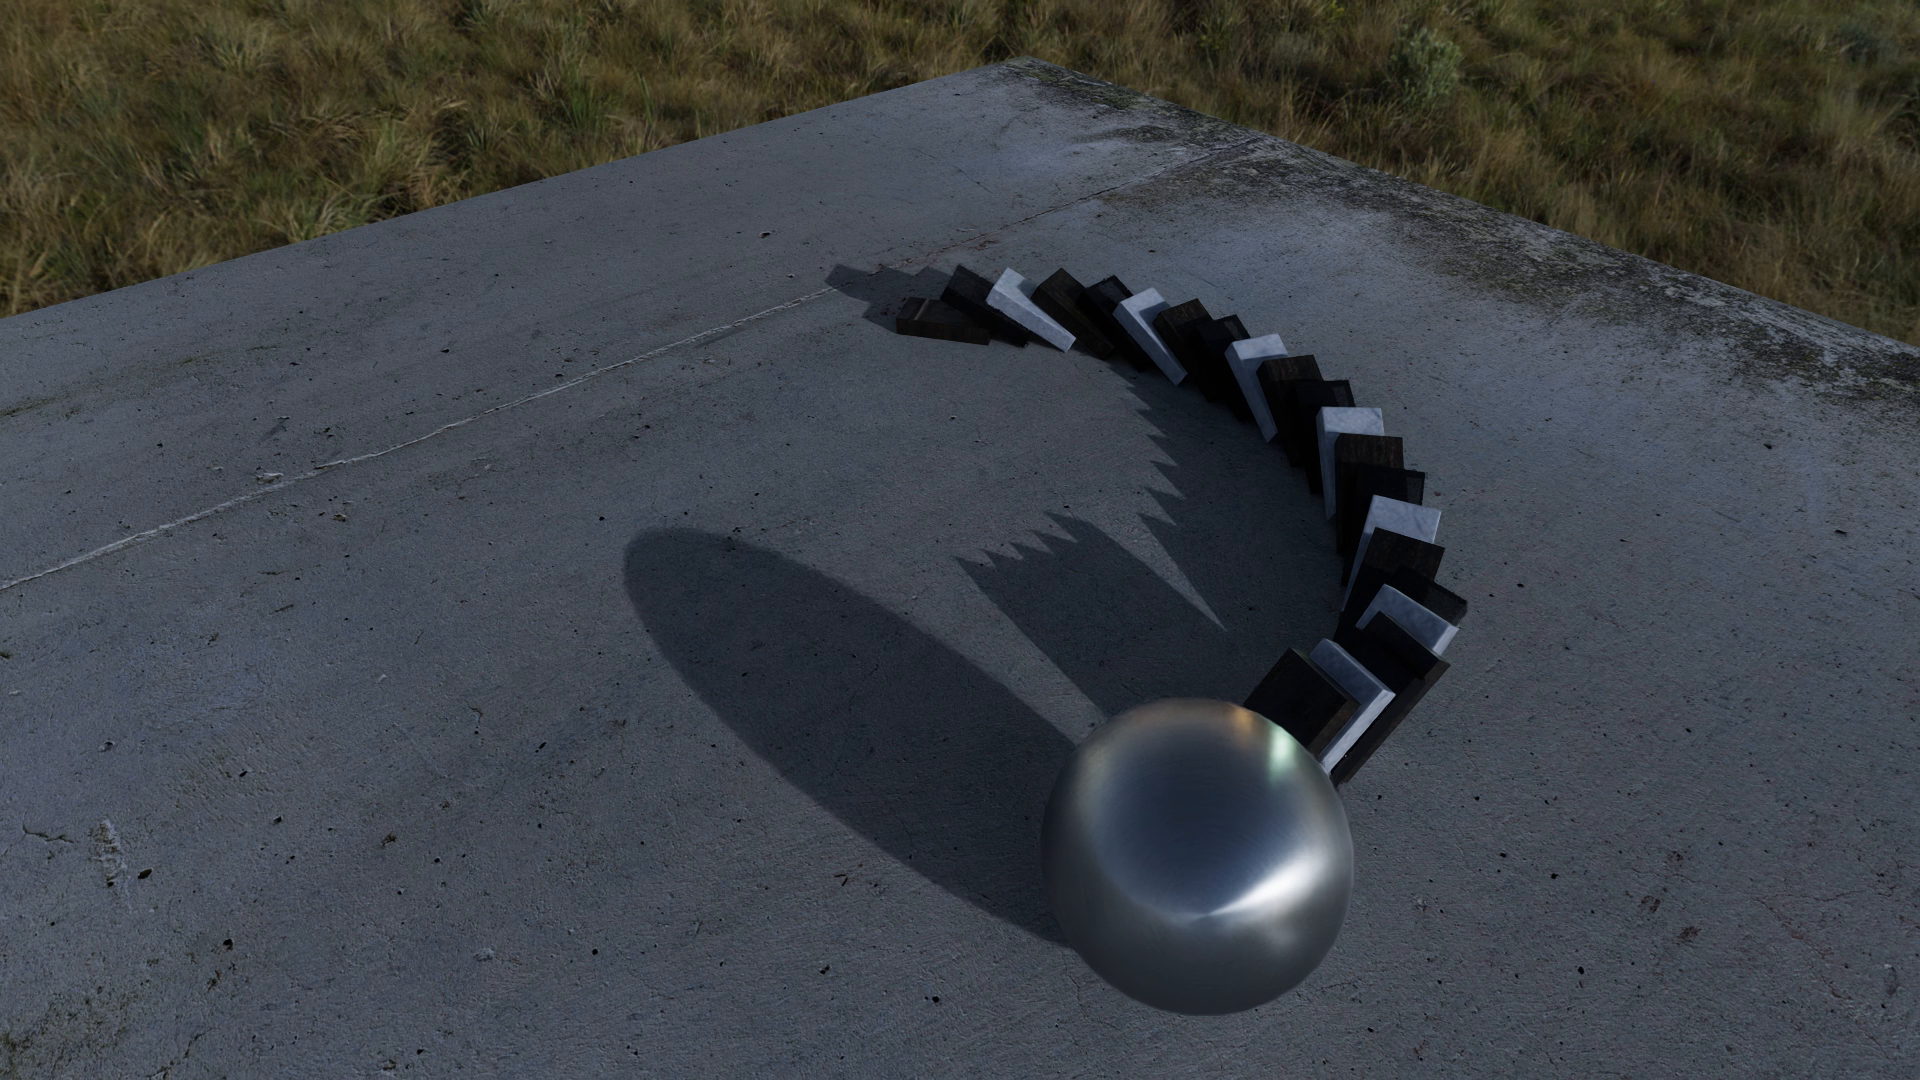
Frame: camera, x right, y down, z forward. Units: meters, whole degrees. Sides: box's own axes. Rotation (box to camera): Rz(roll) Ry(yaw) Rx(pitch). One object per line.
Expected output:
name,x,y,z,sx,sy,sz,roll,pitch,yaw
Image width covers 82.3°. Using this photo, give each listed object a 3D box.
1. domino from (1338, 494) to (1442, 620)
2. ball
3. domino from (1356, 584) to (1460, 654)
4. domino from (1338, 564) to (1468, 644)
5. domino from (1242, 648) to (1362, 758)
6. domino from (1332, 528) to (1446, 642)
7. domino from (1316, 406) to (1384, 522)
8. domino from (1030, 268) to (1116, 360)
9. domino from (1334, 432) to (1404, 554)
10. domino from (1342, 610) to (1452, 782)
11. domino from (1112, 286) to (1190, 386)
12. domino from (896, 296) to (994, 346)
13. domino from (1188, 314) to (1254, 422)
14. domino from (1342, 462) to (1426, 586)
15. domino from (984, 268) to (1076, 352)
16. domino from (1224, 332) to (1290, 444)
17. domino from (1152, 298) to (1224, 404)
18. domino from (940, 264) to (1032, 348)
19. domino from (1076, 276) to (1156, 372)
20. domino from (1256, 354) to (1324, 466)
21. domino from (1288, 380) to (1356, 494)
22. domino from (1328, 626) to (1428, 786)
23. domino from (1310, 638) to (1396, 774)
domino,0.162,0.009,0.414,0.025,0.010,0.050,16,70,18
ball,0.061,0.081,0.288,0.080,0.080,0.080,0,39,0
domino,0.138,0.043,0.363,0.009,0.050,0.025,16,19,-49
domino,0.149,0.035,0.380,0.025,0.010,0.050,37,83,34
domino,0.097,0.061,0.341,0.010,0.050,0.025,20,21,-43
domino,0.155,0.022,0.399,0.025,0.009,0.050,20,71,22
domino,0.167,-0.032,0.465,0.025,0.009,0.050,1,67,2
domino,0.063,-0.117,0.569,0.050,0.010,0.025,41,49,4
domino,0.167,-0.018,0.448,0.025,0.009,0.050,5,68,5
domino,0.130,0.050,0.354,0.009,0.050,0.025,20,22,-43
domino,0.102,-0.102,0.551,0.025,0.009,0.050,-30,75,-32
domino,-0.006,-0.117,0.586,0.050,0.010,0.025,9,40,11
domino,0.133,-0.083,0.527,0.025,0.010,0.050,-19,71,-22
domino,0.166,-0.004,0.431,0.025,0.009,0.050,10,68,12
domino,0.040,-0.120,0.574,0.050,0.009,0.025,32,43,-3
domino,0.146,-0.071,0.513,0.025,0.009,0.050,-14,69,-16
domino,0.119,-0.093,0.540,0.025,0.009,0.050,-24,73,-26
domino,0.016,-0.123,0.576,0.050,0.010,0.025,29,41,-7
domino,0.085,-0.111,0.562,0.025,0.009,0.050,-32,76,-33
domino,0.155,-0.059,0.498,0.025,0.010,0.050,-9,68,-11
domino,0.162,-0.046,0.482,0.025,0.009,0.050,-4,67,-5
domino,0.120,0.055,0.348,0.010,0.050,0.025,20,21,-43
domino,0.109,0.058,0.344,0.010,0.050,0.025,20,21,-43
